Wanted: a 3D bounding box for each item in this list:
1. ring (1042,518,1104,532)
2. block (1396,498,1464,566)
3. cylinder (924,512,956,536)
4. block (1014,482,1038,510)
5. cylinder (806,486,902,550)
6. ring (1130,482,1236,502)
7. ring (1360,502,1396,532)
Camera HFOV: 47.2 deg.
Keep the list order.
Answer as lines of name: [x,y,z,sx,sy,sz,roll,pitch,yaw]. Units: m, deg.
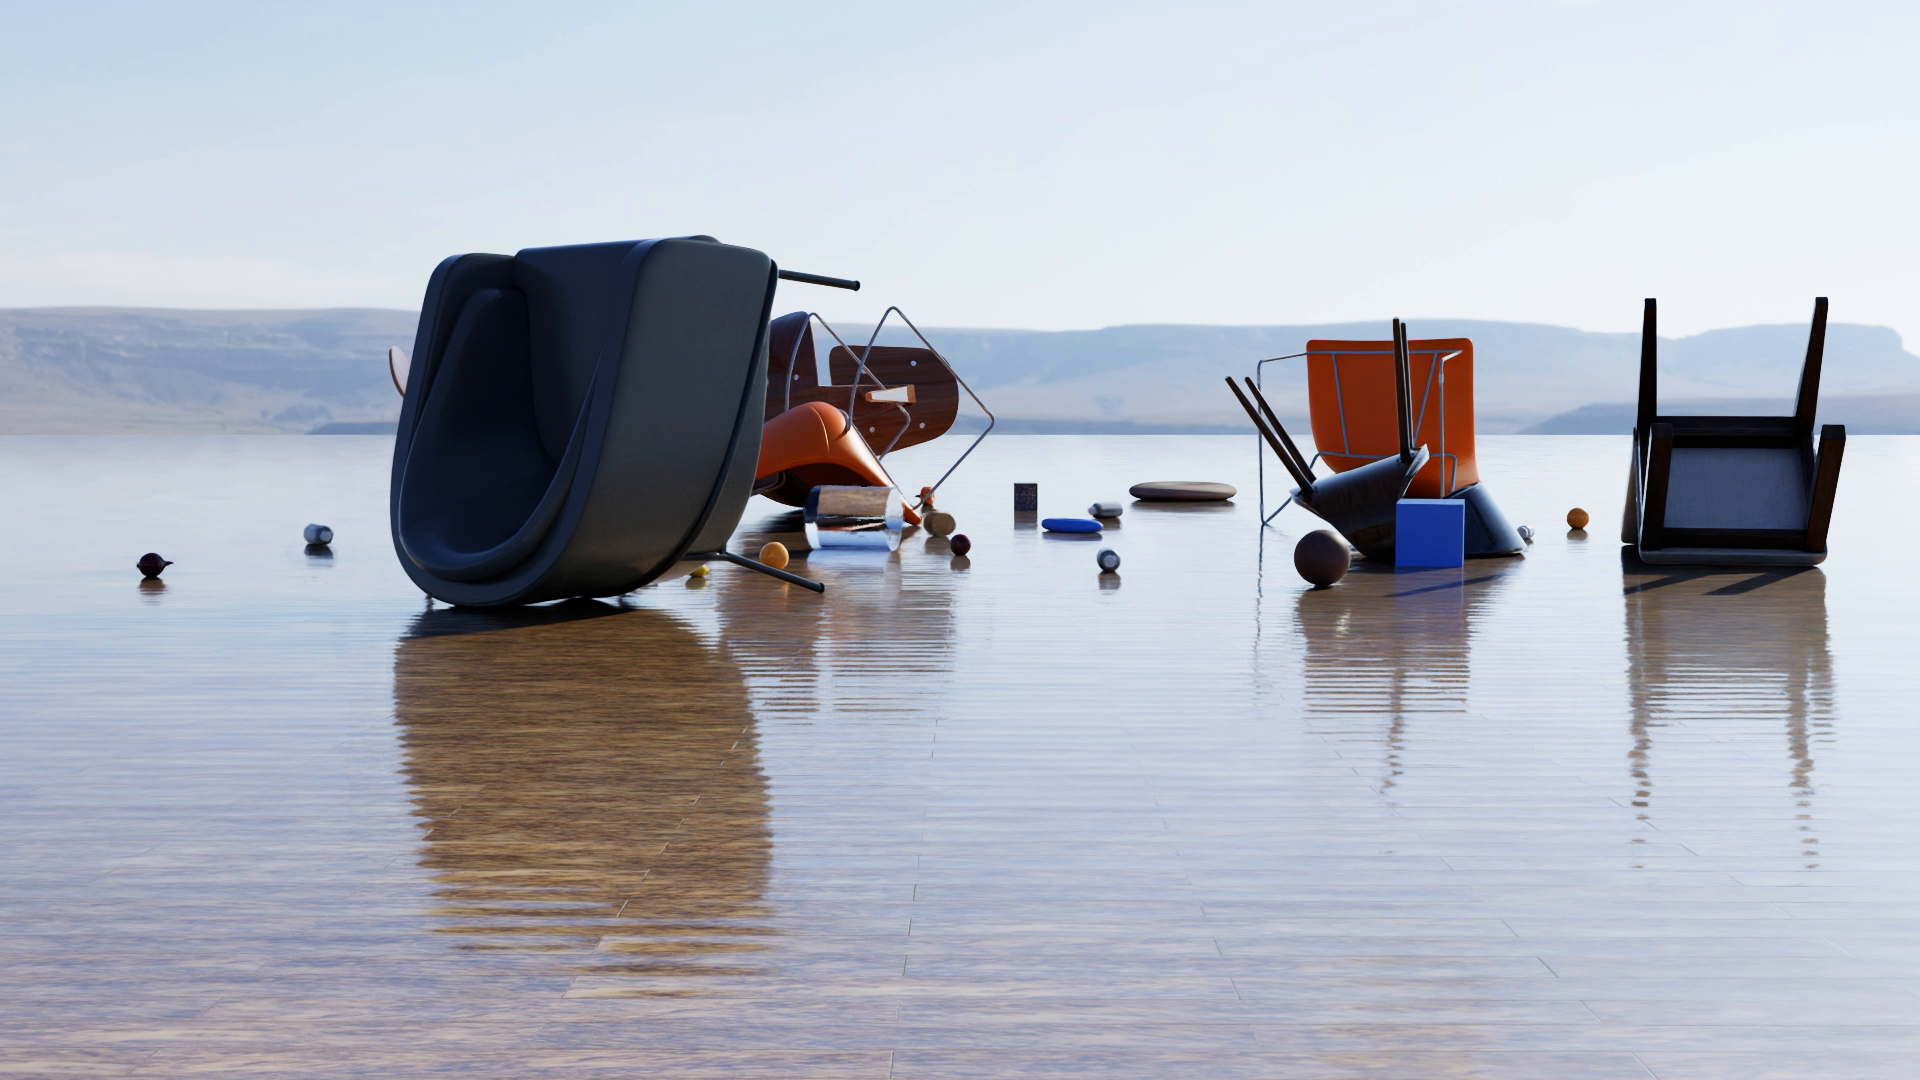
ring: [0.353,-0.046,6.942,0.242,0.039,0.086,4,7,41]
block: [1.219,-0.021,5.694,0.166,0.158,0.265,1,4,13]
cylinder: [-0.063,-0.049,6.724,0.078,0.073,0.067,1,3,-25]
block: [0.245,-0.163,8.208,0.080,0.098,0.088,0,4,-4]
cylinder: [-0.294,-0.060,6.141,0.230,0.178,0.169,1,-18,15]
ring: [0.908,-0.199,8.965,0.436,0.066,0.466,2,5,26]
ring: [1.360,-0.074,7.010,0.170,0.087,0.242,0,3,19]
